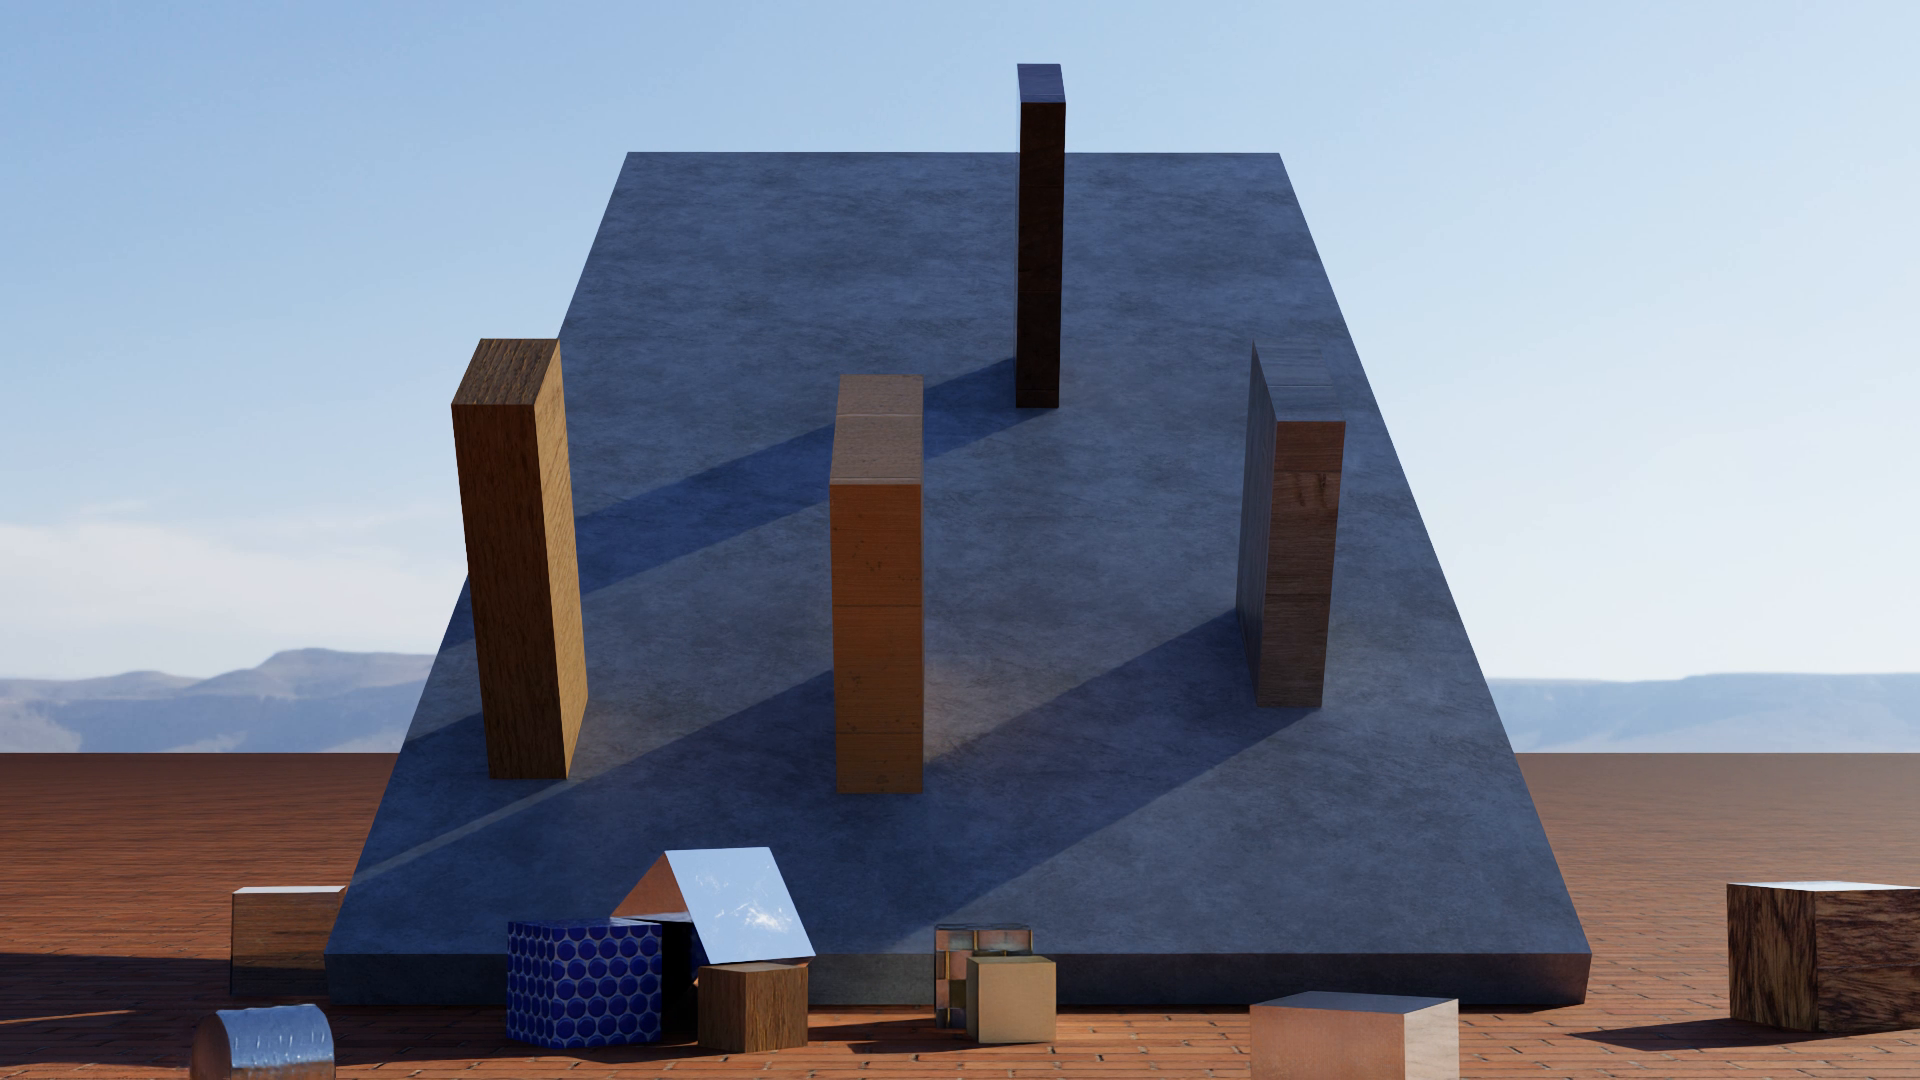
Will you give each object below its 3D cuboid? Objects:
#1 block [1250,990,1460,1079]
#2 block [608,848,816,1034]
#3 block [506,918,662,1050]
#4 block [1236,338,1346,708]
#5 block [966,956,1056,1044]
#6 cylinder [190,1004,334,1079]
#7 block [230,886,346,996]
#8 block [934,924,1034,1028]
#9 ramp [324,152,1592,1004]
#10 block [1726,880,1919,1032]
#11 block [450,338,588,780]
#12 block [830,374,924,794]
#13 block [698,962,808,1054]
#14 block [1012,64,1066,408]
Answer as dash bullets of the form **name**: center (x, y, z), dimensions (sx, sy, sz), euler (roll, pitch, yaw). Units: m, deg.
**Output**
- **block**: center (0.392, 0.536, 2.350), dimensions (0.158, 0.158, 0.158), euler (-3, -6, 30)
- **block**: center (-0.365, 0.579, 3.447), dimensions (0.187, 0.187, 0.187), euler (5, -43, -42)
- **block**: center (-0.530, 0.621, 3.347), dimensions (0.162, 0.162, 0.162), euler (3, -6, -34)
- **block**: center (0.611, -0.036, 4.444), dimensions (0.119, 0.582, 0.380), euler (0, 27, 0)
- **block**: center (0.072, 0.648, 3.361), dimensions (0.109, 0.109, 0.109), euler (1, -5, -9)
- **cylinder**: center (-0.781, 0.583, 2.660), dimensions (0.118, 0.118, 0.118), euler (4, -6, -39)
- **block**: center (-1.132, 0.675, 4.009), dimensions (0.169, 0.169, 0.169), euler (1, -5, -10)
- **block**: center (0.034, 0.648, 3.543), dimensions (0.142, 0.142, 0.142), euler (0, -5, -2)
- **ramp**: center (-0.011, -0.225, 5.546), dimensions (2.000, 0.100, 4.000), euler (0, 27, 0)
- **block**: center (1.297, 0.619, 3.555), dimensions (0.202, 0.202, 0.202), euler (2, -5, -19)
- **block**: center (-0.760, 0.037, 4.145), dimensions (0.135, 0.722, 0.279), euler (0, 27, 0)
- **block**: center (-0.140, 0.072, 4.212), dimensions (0.149, 0.600, 0.450), euler (0, 27, 0)
- **block**: center (-0.285, 0.641, 3.269), dimensions (0.107, 0.107, 0.107), euler (5, -7, -43)
- **block**: center (0.183, -0.711, 5.570), dimensions (0.101, 0.741, 0.305), euler (0, 27, 0)
